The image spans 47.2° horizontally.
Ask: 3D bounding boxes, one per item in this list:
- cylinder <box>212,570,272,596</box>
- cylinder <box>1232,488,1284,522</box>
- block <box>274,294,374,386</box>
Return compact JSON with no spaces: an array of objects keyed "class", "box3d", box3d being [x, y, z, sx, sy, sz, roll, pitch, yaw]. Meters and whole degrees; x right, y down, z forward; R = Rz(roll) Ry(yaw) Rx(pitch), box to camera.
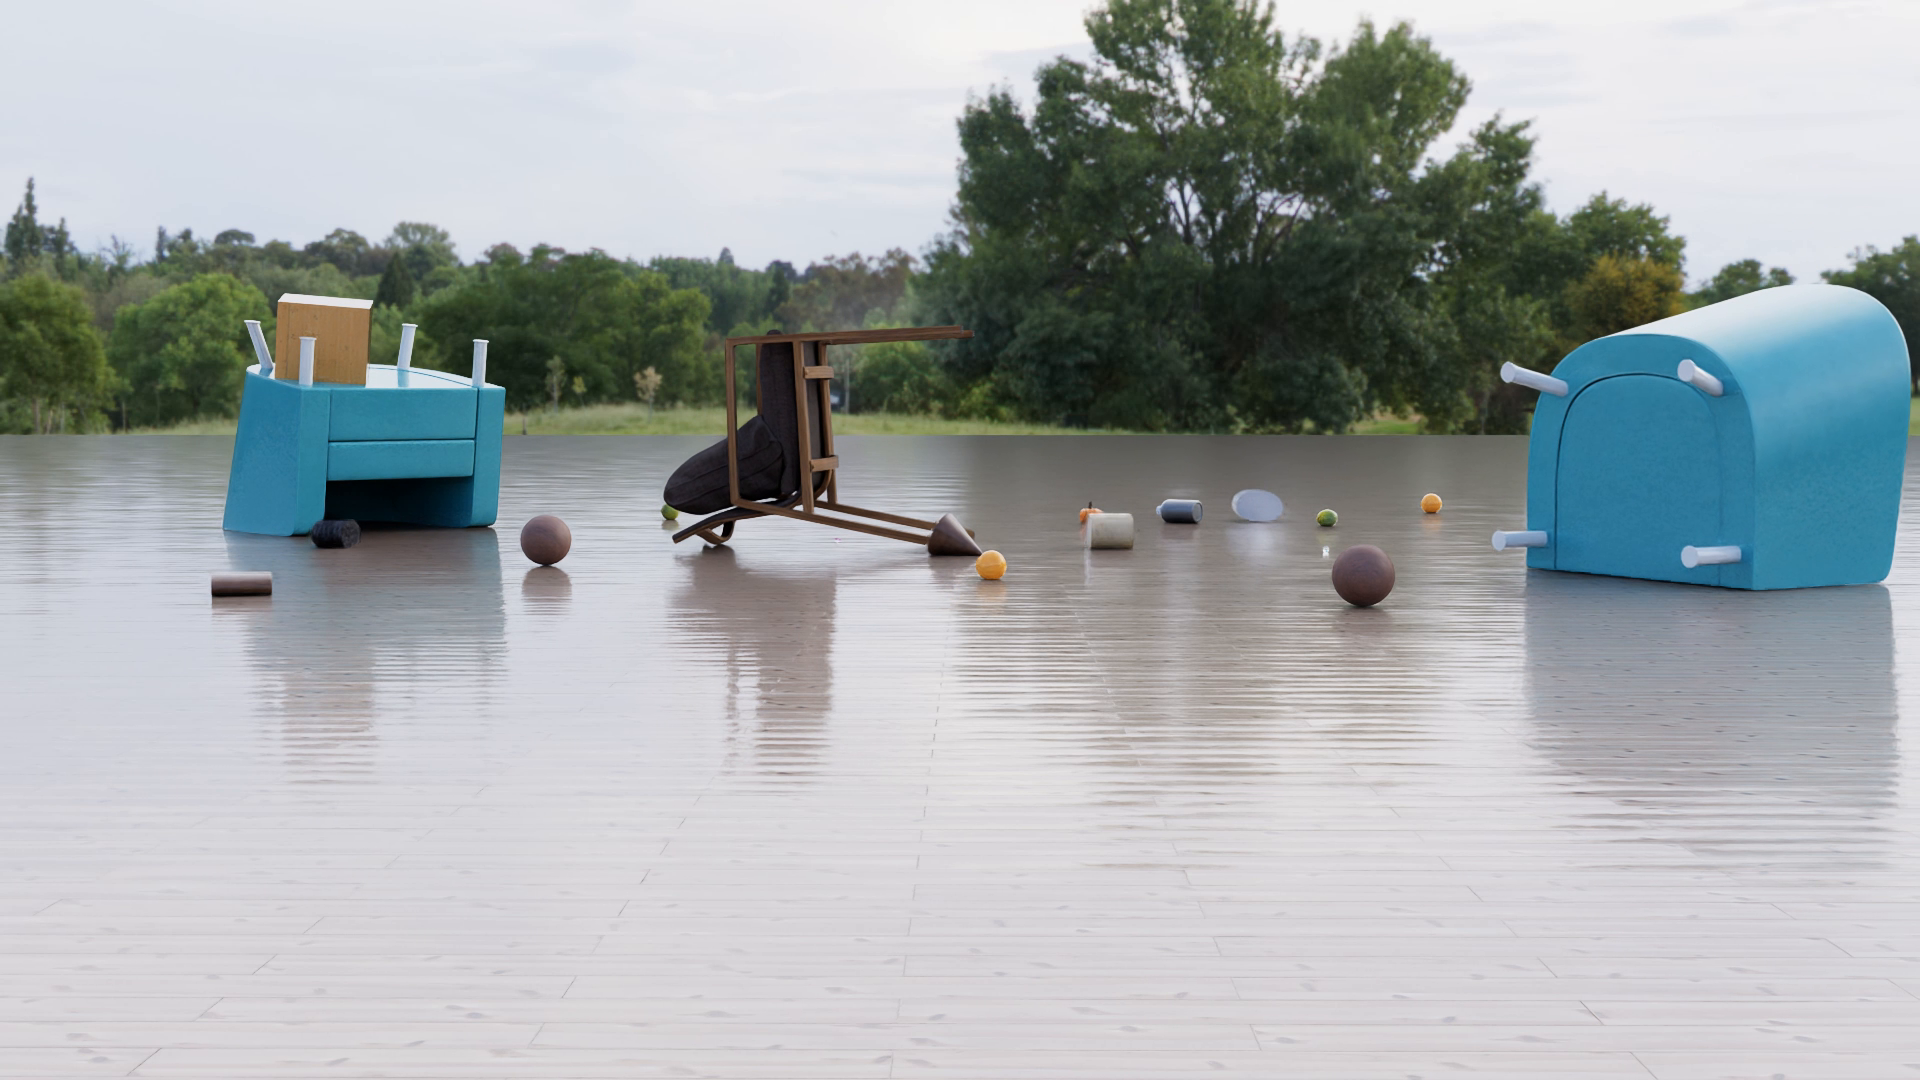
[{"class":"cylinder","box3d":[-1.573,0.094,4.816,0.125,0.048,0.122,-1,8,-17]},{"class":"cylinder","box3d":[1.014,-0.119,7.498,0.159,0.107,0.174,4,4,2]},{"class":"block","box3d":[-1.987,-0.629,6.877,0.271,0.238,0.273,3,11,-13]}]
